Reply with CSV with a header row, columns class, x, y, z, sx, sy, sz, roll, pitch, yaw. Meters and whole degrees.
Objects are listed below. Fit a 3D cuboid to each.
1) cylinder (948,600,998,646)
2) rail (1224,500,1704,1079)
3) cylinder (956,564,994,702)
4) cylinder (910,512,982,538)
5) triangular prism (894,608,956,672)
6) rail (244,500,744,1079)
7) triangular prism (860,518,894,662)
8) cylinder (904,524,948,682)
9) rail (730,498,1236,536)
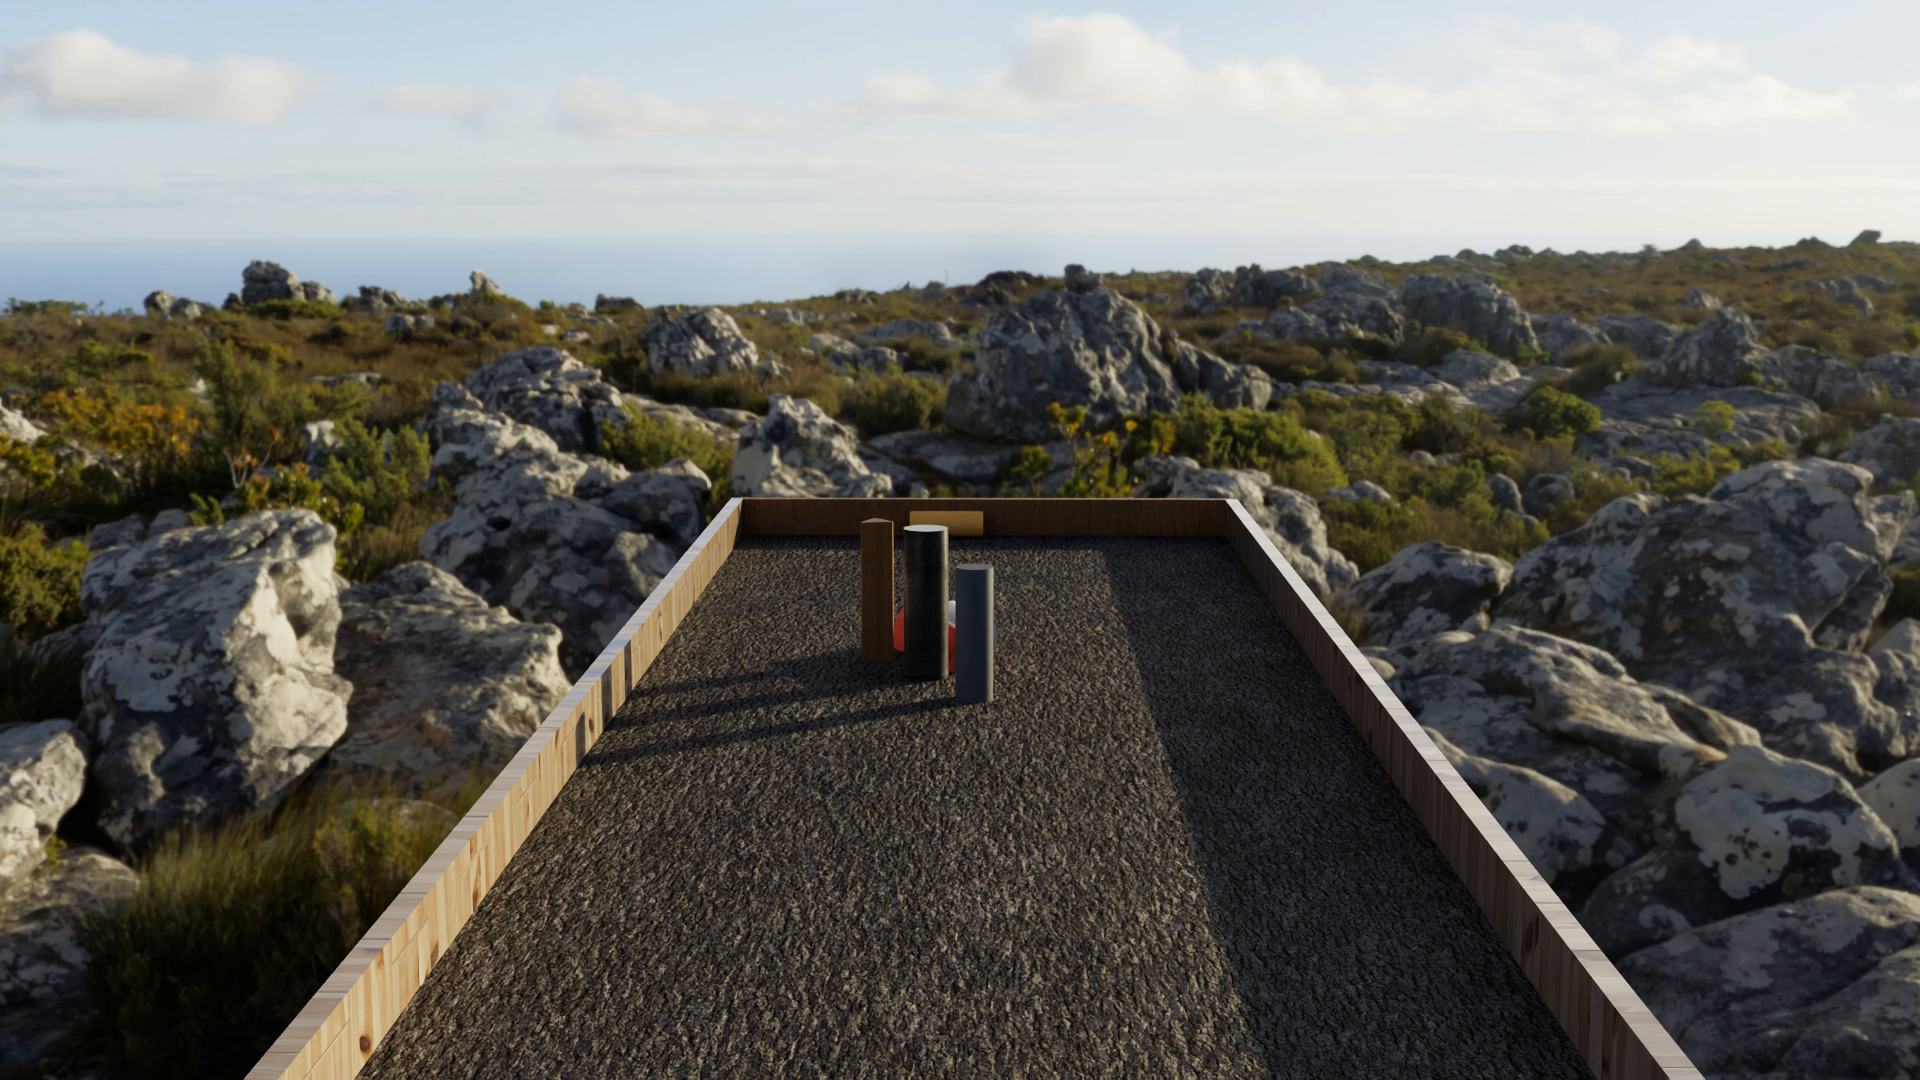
class,x,y,z,sx,sy,sz,roll,pitch,yaw
cylinder,0.019,0.274,6.913,0.115,0.115,0.302,-3,9,-17
rail,1.046,0.843,3.208,0.050,0.150,12.000,0,9,1
cylinder,0.040,0.260,6.164,0.106,0.376,0.106,0,9,0
cylinder,-0.056,-0.065,9.071,0.300,0.109,0.109,0,9,0
triangular prism,-0.080,0.300,6.736,0.131,0.113,0.438,-4,10,-26
rail,-1.004,0.839,3.234,0.050,0.150,12.000,0,9,1
triangular prism,-0.254,0.151,6.690,0.097,0.428,0.084,-1,9,-6
cylinder,-0.099,0.183,6.442,0.131,0.442,0.131,0,9,0
rail,0.099,-0.098,9.147,2.100,0.150,0.050,0,9,1
